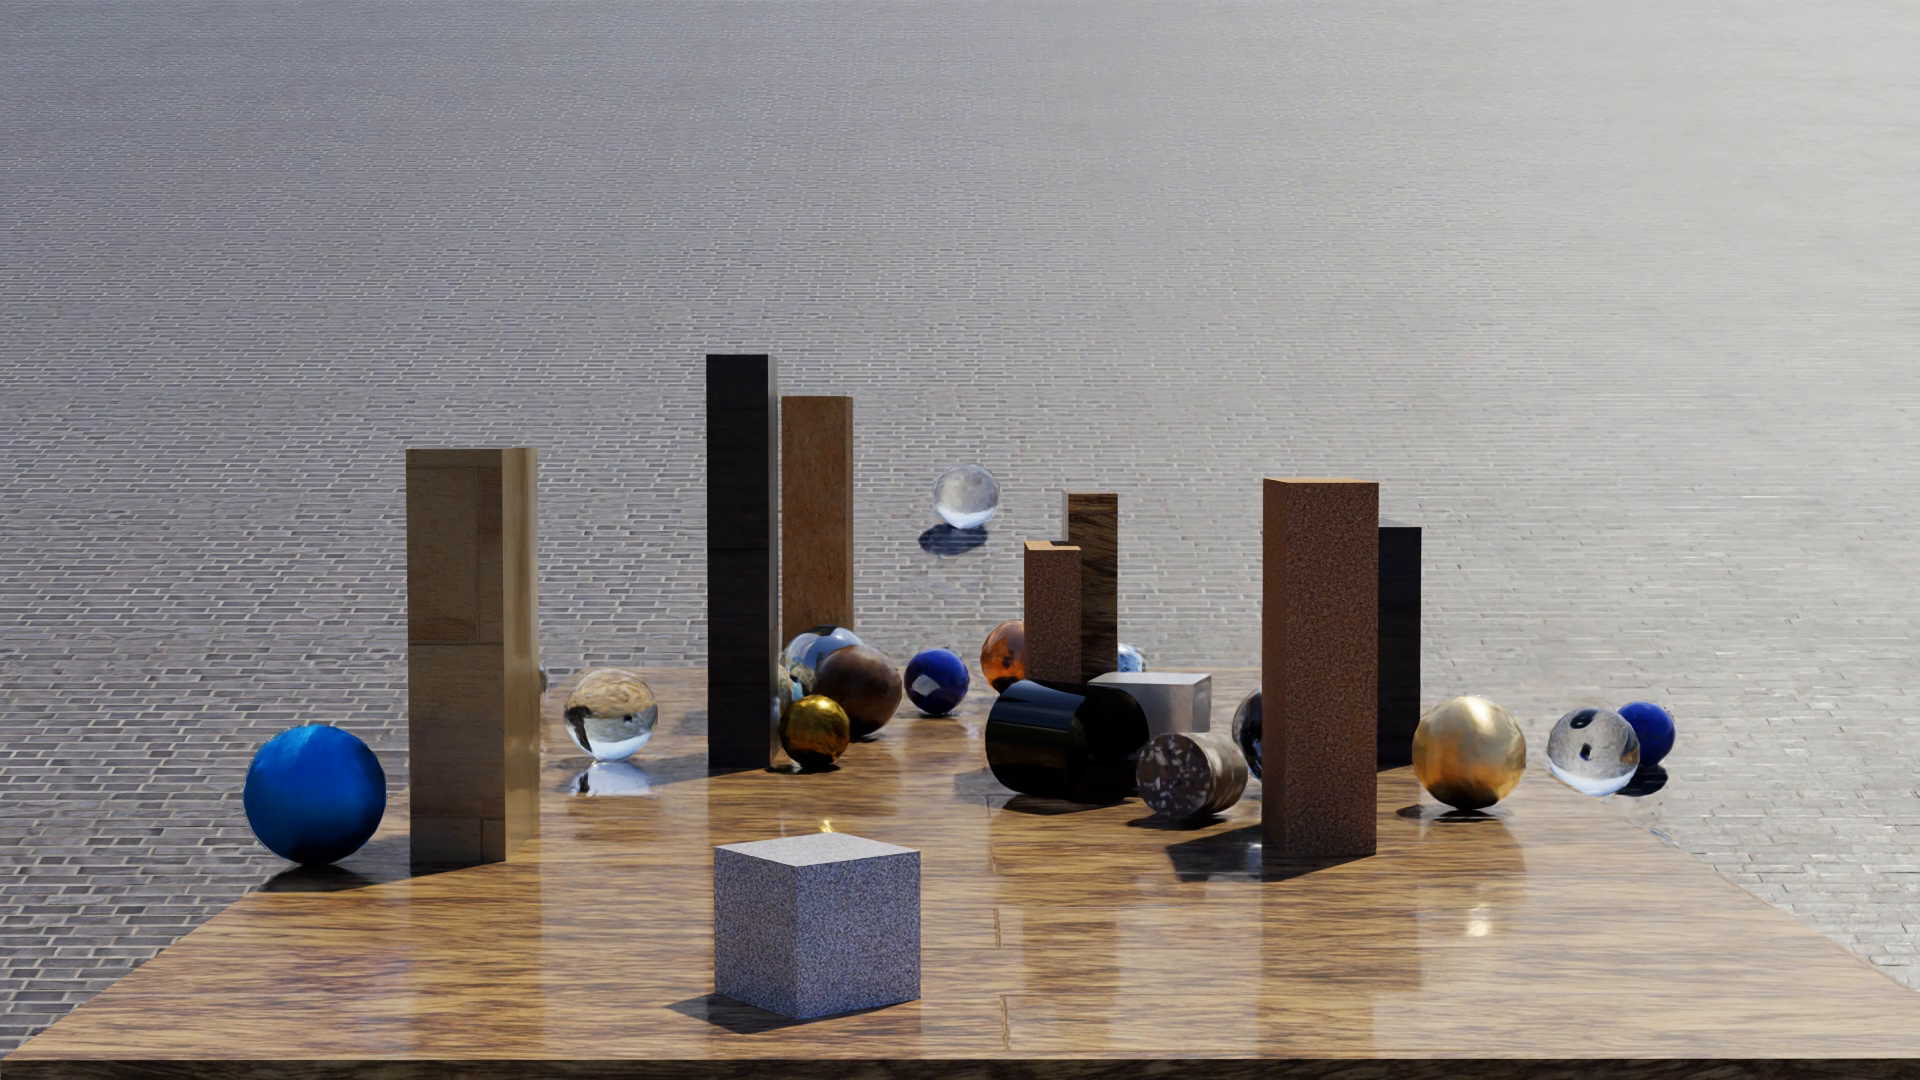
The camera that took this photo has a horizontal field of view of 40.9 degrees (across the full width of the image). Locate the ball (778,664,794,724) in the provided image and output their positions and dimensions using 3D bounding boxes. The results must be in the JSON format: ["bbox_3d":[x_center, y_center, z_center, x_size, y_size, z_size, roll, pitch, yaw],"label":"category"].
[{"bbox_3d":[-0.408,0.312,5.193,0.149,0.149,0.149,0,22,0],"label":"ball"}]

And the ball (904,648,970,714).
[{"bbox_3d":[-0.050,0.301,5.505,0.140,0.140,0.140,0,22,0],"label":"ball"}]

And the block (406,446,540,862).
[{"bbox_3d":[-0.717,0.158,3.809,0.136,0.587,0.308,0,3,0],"label":"block"}]

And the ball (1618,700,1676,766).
[{"bbox_3d":[1.649,0.468,6.218,0.157,0.157,0.157,0,22,0],"label":"ball"}]

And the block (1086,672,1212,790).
[{"bbox_3d":[0.328,0.329,4.452,0.182,0.182,0.182,1,3,15],"label":"block"}]

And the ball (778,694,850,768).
[{"bbox_3d":[-0.263,0.346,4.660,0.131,0.131,0.131,0,22,0],"label":"ball"}]

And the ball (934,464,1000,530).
[{"bbox_3d":[0.019,-0.128,7.623,0.194,0.194,0.194,0,22,0],"label":"ball"}]

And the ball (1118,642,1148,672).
[{"bbox_3d":[0.341,0.294,5.649,0.140,0.140,0.140,0,22,0],"label":"ball"}]

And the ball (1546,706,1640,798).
[{"bbox_3d":[1.256,0.420,5.103,0.181,0.181,0.181,0,22,0],"label":"ball"}]

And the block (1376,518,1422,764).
[{"bbox_3d":[0.784,0.182,4.913,0.115,0.433,0.427,0,3,0],"label":"block"}]

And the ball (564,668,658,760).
[{"bbox_3d":[-0.644,0.321,4.752,0.171,0.171,0.171,0,22,0],"label":"ball"}]

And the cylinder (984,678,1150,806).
[{"bbox_3d":[0.178,0.333,4.264,0.193,0.193,0.193,-19,15,-39],"label":"cylinder"}]

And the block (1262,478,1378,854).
[{"bbox_3d":[0.536,0.180,3.851,0.132,0.538,0.289,0,3,0],"label":"block"}]

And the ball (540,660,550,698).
[{"bbox_3d":[-0.965,0.306,5.661,0.121,0.121,0.121,0,22,0],"label":"ball"}]

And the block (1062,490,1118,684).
[{"bbox_3d":[0.235,0.160,4.693,0.087,0.498,0.274,0,3,0],"label":"block"}]

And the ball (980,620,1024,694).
[{"bbox_3d":[0.134,0.269,5.788,0.177,0.177,0.177,0,22,0],"label":"ball"}]

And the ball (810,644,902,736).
[{"bbox_3d":[-0.206,0.299,5.122,0.181,0.181,0.181,0,22,0],"label":"ball"}]

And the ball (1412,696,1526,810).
[{"bbox_3d":[0.821,0.343,4.150,0.182,0.182,0.182,0,22,0],"label":"ball"}]

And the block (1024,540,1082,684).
[{"bbox_3d":[0.162,0.212,4.557,0.089,0.407,0.324,0,3,0],"label":"block"}]

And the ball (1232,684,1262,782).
[{"bbox_3d":[0.556,0.330,4.378,0.187,0.187,0.187,0,22,0],"label":"ball"}]

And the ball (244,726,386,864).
[{"bbox_3d":[-0.913,0.361,3.646,0.197,0.197,0.197,0,22,0],"label":"ball"}]

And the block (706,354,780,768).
[{"bbox_3d":[-0.400,0.033,4.757,0.111,0.746,0.246,0,3,0],"label":"block"}]

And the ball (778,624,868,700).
[{"bbox_3d":[-0.274,0.278,5.306,0.206,0.206,0.206,0,22,0],"label":"ball"}]

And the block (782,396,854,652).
[{"bbox_3d":[-0.307,0.028,5.597,0.134,0.678,0.400,0,3,0],"label":"block"}]

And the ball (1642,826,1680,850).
[{"bbox_3d":[1.472,0.714,5.569,0.193,0.193,0.193,0,22,0],"label":"ball"}]

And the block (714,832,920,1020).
[{"bbox_3d":[-0.156,0.417,2.810,0.162,0.162,0.162,-2,3,-38],"label":"block"}]

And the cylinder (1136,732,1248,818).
[{"bbox_3d":[0.367,0.369,4.061,0.130,0.130,0.130,15,6,32],"label":"cylinder"}]

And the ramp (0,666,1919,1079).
[{"bbox_3d":[0.052,0.467,4.534,2.000,0.100,4.000,0,3,0],"label":"ramp"}]
